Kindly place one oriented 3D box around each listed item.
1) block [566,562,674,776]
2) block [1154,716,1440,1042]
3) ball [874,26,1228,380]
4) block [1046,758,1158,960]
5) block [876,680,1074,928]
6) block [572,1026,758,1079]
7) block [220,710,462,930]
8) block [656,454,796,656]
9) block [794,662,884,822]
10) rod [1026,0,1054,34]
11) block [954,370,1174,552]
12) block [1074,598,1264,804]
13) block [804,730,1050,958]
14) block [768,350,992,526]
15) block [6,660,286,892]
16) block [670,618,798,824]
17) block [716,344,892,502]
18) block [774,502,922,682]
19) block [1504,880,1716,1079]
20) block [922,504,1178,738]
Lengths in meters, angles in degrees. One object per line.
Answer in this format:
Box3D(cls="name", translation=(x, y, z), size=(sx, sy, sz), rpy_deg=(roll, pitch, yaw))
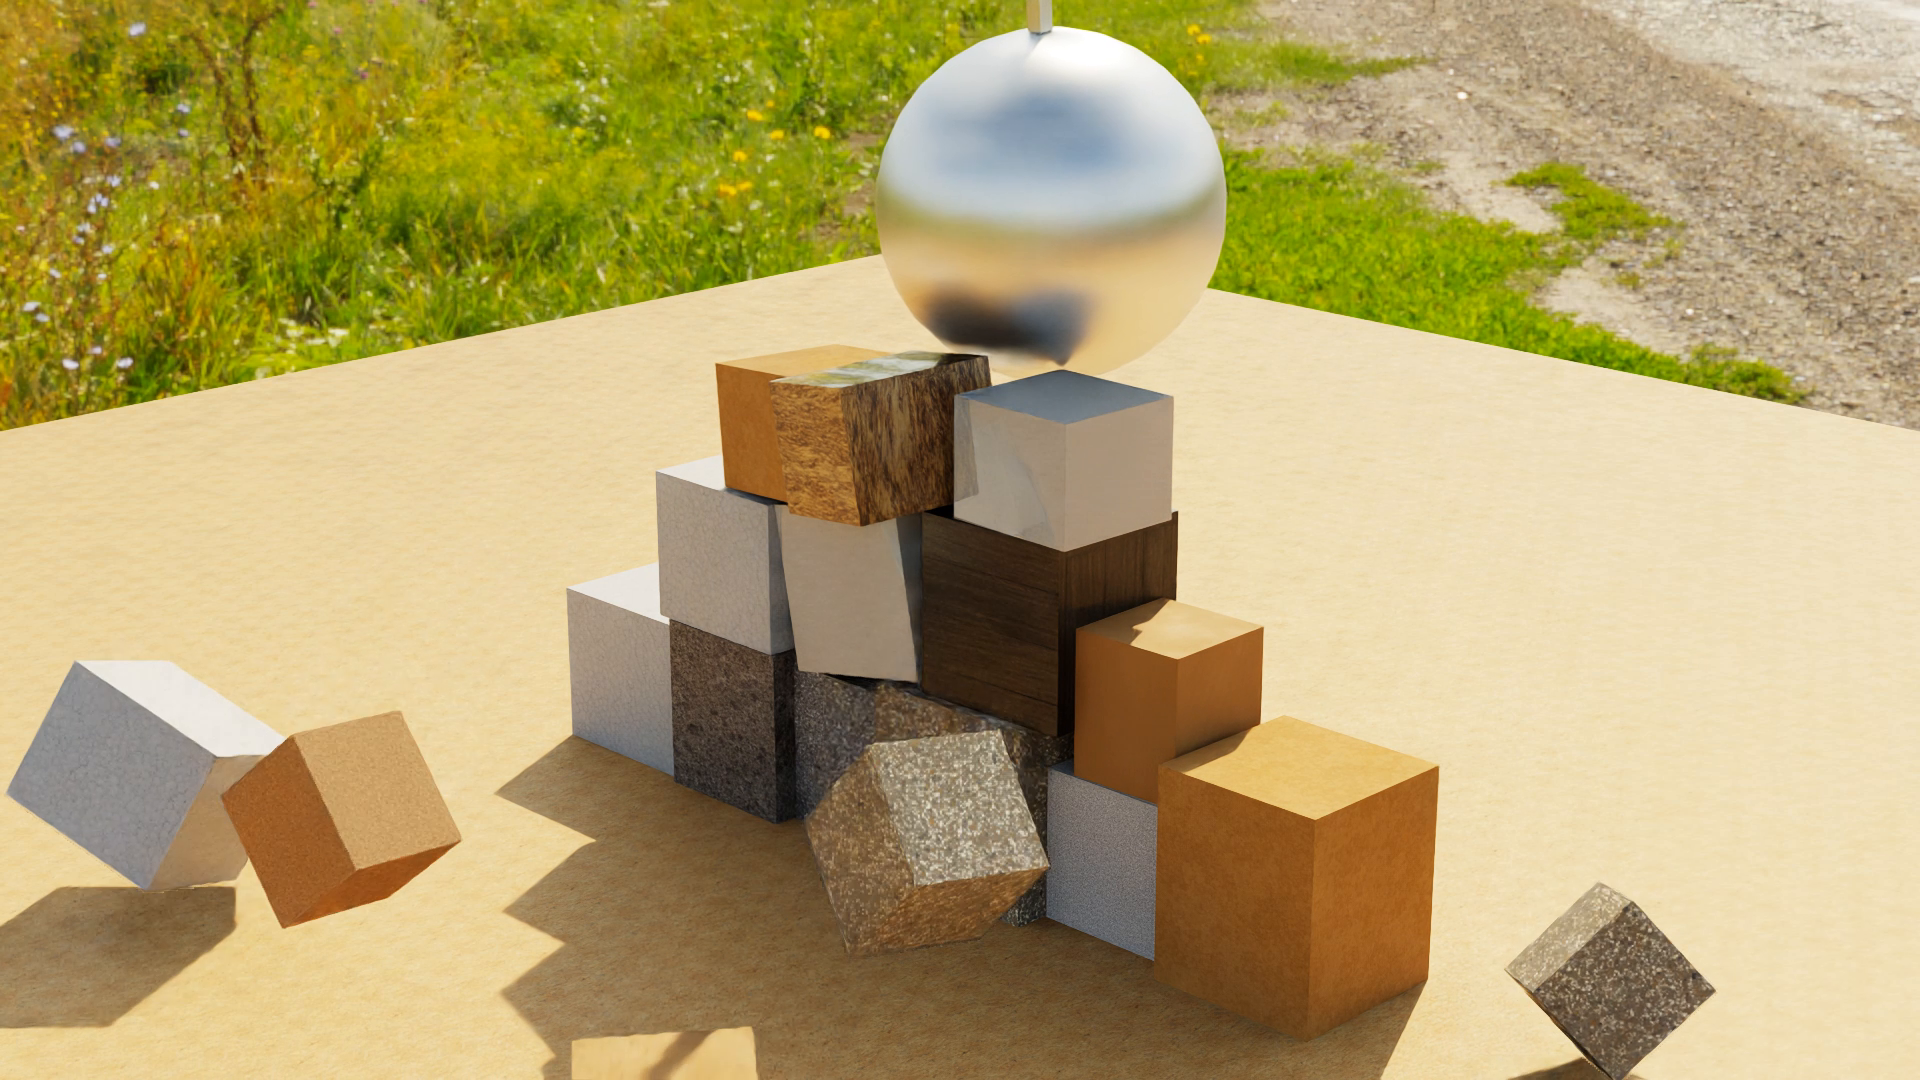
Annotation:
Box3D(cls="block", translation=(-1.401, 0.624, 15.027), size=(0.843, 0.798, 0.860), rpy_deg=(-17, 24, -42))
Box3D(cls="block", translation=(1.403, 1.396, 12.280), size=(0.822, 0.974, 0.823), rpy_deg=(-17, 24, -42))
Box3D(cls="ball", translation=(0.413, -1.517, 13.297), size=(1.600, 1.600, 1.600), rpy_deg=(0, 17, 0))
Box3D(cls="block", translation=(0.862, 1.347, 12.872), size=(0.615, 0.712, 0.741), rpy_deg=(-17, 24, -42))
Box3D(cls="block", translation=(0.273, 1.075, 13.396), size=(0.944, 0.917, 0.900), rpy_deg=(-17, 24, -42))
Box3D(cls="block", translation=(-1.031, 2.168, 10.372), size=(0.647, 0.605, 0.629), rpy_deg=(-3, 20, -6))
Box3D(cls="block", translation=(-2.431, 1.094, 11.524), size=(0.537, 0.588, 0.553), rpy_deg=(-37, -15, 35))
Box3D(cls="block", translation=(-0.869, 0.013, 14.238), size=(0.866, 0.734, 0.825), rpy_deg=(-16, 24, -42))
Box3D(cls="block", translation=(-0.292, 0.960, 13.966), size=(0.700, 0.794, 0.693), rpy_deg=(-17, 24, -42))
Box3D(cls="rod", translation=(0.179, -4.675, 12.060), size=(0.080, 5.200, 0.080), rpy_deg=(17, 30, 42))
Box3D(cls="block", translation=(0.446, -0.355, 12.663), size=(0.666, 0.554, 0.669), rpy_deg=(-16, 24, -41))
Box3D(cls="block", translation=(0.898, 0.695, 12.634), size=(0.562, 0.674, 0.579), rpy_deg=(16, 23, 41))
Box3D(cls="block", translation=(-0.134, 1.146, 11.077), size=(0.573, 0.628, 0.579), rpy_deg=(-4, 61, -31))
Box3D(cls="block", translation=(-0.324, -0.465, 13.082), size=(0.749, 0.610, 0.685), rpy_deg=(-14, 12, -28))
Box3D(cls="block", translation=(-3.572, 1.034, 13.058), size=(0.817, 0.676, 0.763), rpy_deg=(31, 6, 15))
Box3D(cls="block", translation=(-0.833, 0.780, 14.443), size=(0.884, 0.852, 0.765), rpy_deg=(-17, 24, -42))
Box3D(cls="block", translation=(-0.665, -0.551, 13.709), size=(0.671, 0.590, 0.669), rpy_deg=(-12, 15, -33))
Box3D(cls="block", translation=(-0.238, 0.152, 13.618), size=(0.798, 0.794, 0.829), rpy_deg=(-16, 13, -42))
Box3D(cls="block", translation=(2.537, 1.722, 11.483), size=(0.520, 0.478, 0.529), rpy_deg=(-43, 2, 0))
Box3D(cls="block", translation=(0.397, 0.277, 12.991), size=(0.806, 0.849, 0.787), rpy_deg=(16, 23, 41))
